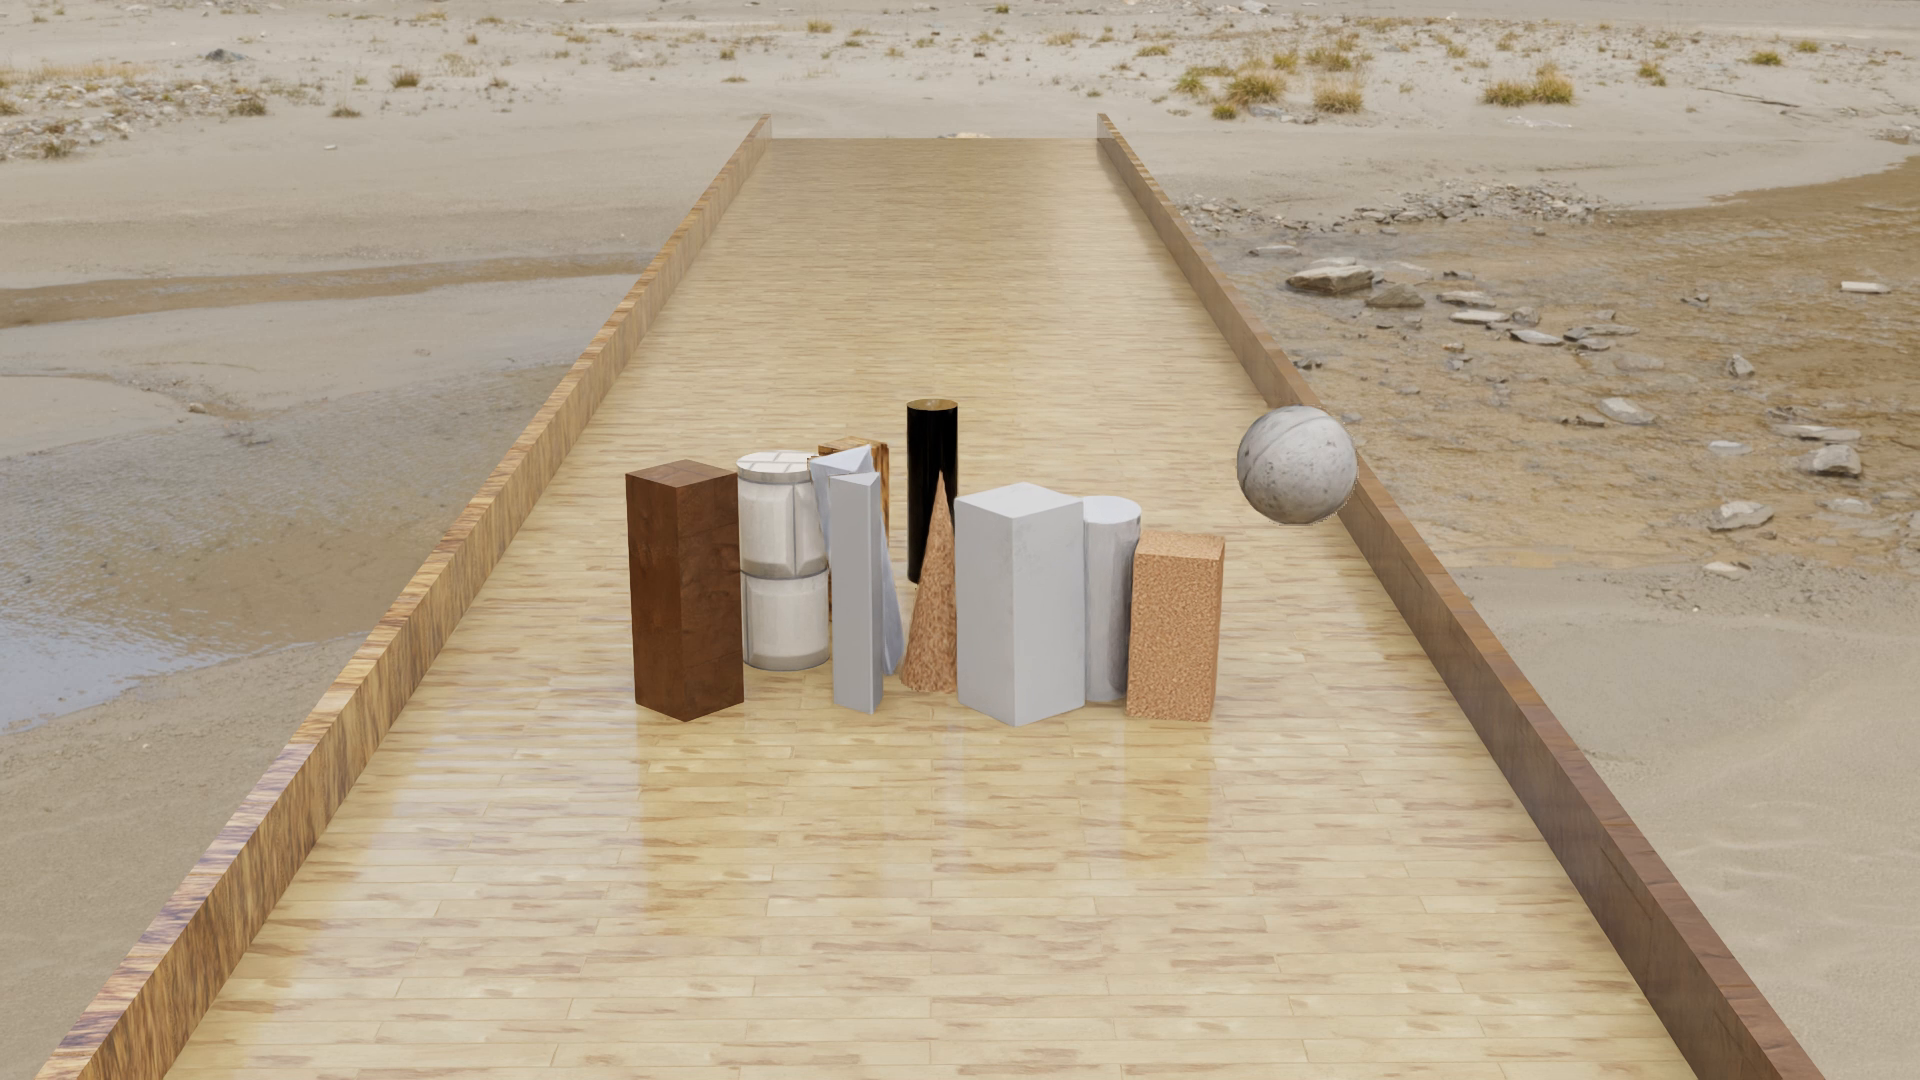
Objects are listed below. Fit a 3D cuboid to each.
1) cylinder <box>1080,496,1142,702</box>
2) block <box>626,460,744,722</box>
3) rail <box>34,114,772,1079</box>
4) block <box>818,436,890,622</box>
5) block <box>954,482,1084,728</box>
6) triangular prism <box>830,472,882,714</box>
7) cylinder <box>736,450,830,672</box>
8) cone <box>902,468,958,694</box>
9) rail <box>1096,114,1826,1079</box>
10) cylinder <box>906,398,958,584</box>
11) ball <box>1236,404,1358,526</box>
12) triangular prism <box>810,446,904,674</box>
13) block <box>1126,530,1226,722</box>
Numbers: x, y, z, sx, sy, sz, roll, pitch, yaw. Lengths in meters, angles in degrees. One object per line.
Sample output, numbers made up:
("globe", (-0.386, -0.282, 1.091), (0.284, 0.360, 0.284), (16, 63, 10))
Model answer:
("cylinder", (0.268, 0.112, 4.182), (0.141, 0.368, 0.141), (0, 23, 0))
("block", (-0.514, 0.093, 4.121), (0.146, 0.452, 0.146), (15, 22, 41))
("rail", (-1.118, -0.838, 7.780), (0.050, 0.150, 12.000), (0, 17, -1))
("block", (-0.222, -0.017, 4.616), (0.103, 0.380, 0.103), (13, 21, 37))
("block", (0.112, 0.118, 4.111), (0.170, 0.405, 0.170), (-14, 22, -36))
("triangular prism", (-0.176, 0.096, 4.124), (0.097, 0.445, 0.084), (13, 21, 37))
("cylinder", (-0.351, 0.040, 4.377), (0.176, 0.407, 0.176), (0, 17, 0))
("cone", (-0.036, 0.067, 4.245), (0.157, 0.431, 0.157), (0, 17, 0))
("rail", (0.932, -0.844, 7.801), (0.050, 0.150, 12.000), (0, 17, -1))
("cylinder", (-0.061, -0.106, 4.885), (0.114, 0.399, 0.114), (0, 17, 0))
("ball", (0.607, -0.135, 3.969), (0.217, 0.217, 0.217), (0, 17, 0))
("triangular prism", (-0.178, 0.035, 4.308), (0.121, 0.441, 0.105), (14, 33, 40))
("block", (0.405, 0.160, 4.124), (0.155, 0.317, 0.155), (5, 17, 10))
